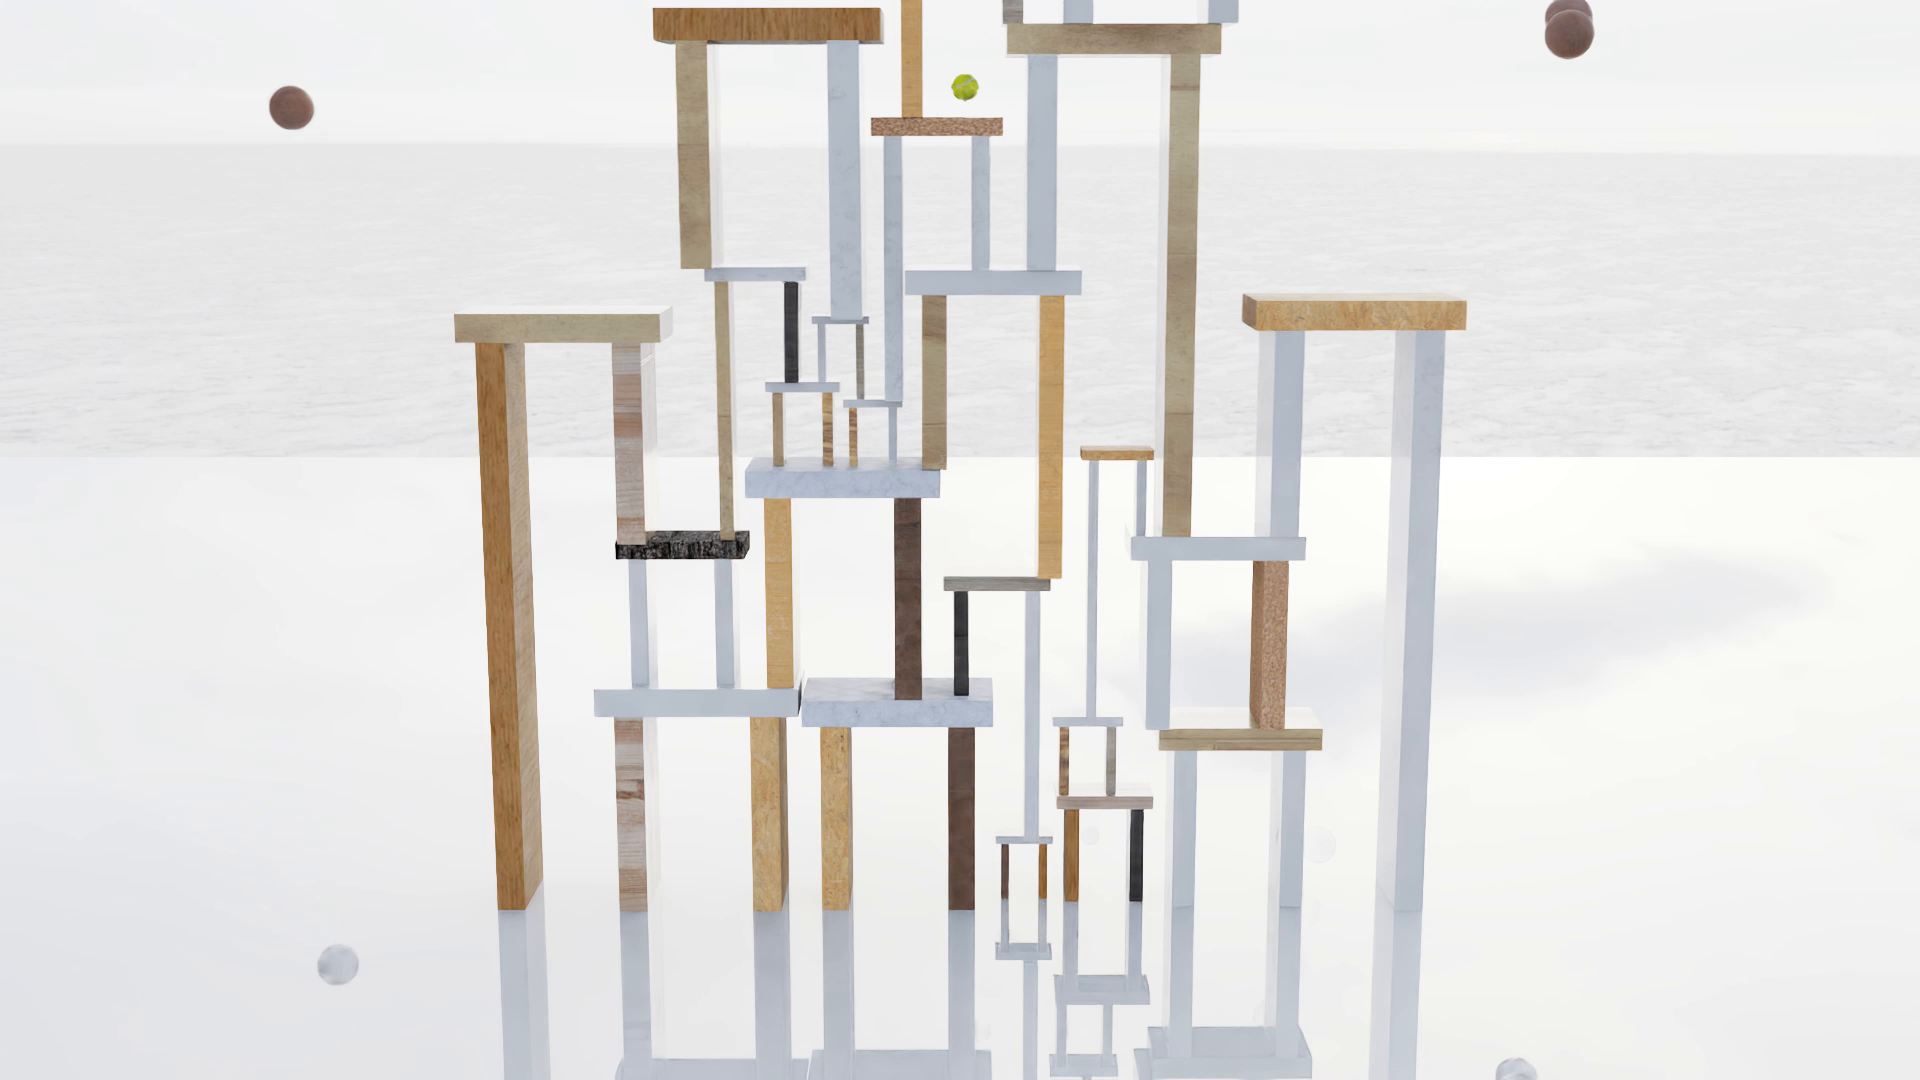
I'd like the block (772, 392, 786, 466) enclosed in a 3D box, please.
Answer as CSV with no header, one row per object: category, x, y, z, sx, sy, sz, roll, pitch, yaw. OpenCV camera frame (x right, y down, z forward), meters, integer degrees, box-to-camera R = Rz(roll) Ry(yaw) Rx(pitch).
block,-0.290,-0.181,3.530,0.017,0.119,0.059,0,11,0

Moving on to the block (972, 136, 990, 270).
block,0.032,-0.532,3.460,0.029,0.204,0.102,0,11,0

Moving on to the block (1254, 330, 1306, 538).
block,0.511,-0.180,3.525,0.046,0.327,0.163,0,11,-1

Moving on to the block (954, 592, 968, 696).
block,0.002,0.159,3.585,0.024,0.173,0.086,0,11,0

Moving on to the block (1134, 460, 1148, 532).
block,0.290,-0.075,3.540,0.016,0.115,0.058,0,11,0

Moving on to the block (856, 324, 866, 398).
block,-0.159,-0.287,3.507,0.013,0.119,0.045,0,10,0

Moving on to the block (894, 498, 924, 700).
block,-0.083,0.082,3.577,0.044,0.328,0.154,0,11,0

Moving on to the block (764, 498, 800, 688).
block,-0.288,0.072,3.575,0.044,0.308,0.154,0,11,0

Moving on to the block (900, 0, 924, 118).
block,-0.074,-0.844,3.403,0.033,0.372,0.116,0,10,0

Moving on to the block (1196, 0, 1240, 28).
block,0.399,-0.960,3.381,0.047,0.329,0.165,0,11,0

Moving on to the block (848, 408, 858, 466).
block,-0.170,-0.168,3.524,0.013,0.094,0.047,0,11,0

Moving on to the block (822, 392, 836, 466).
block,-0.211,-0.181,3.530,0.017,0.119,0.059,0,11,0

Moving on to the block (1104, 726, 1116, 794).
block,0.247,0.356,3.624,0.016,0.115,0.058,0,11,0

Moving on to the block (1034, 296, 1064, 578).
block,0.143,-0.172,3.529,0.039,0.450,0.138,0,11,0

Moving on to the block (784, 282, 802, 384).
block,-0.265,-0.333,3.493,0.023,0.159,0.080,1,11,-1

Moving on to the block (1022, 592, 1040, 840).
block,0.117,0.280,3.607,0.024,0.417,0.086,0,11,0

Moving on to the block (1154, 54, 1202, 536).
block,0.343,-0.387,3.492,0.046,0.746,0.163,0,11,0

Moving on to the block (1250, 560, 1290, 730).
block,0.503,0.157,3.585,0.039,0.278,0.139,0,11,0

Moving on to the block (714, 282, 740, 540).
block,-0.373,-0.209,3.517,0.023,0.412,0.080,0,10,0

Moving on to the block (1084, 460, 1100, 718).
block,0.213,0.076,3.569,0.016,0.422,0.058,0,11,0

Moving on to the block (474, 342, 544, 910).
block,-0.733,0.134,3.586,0.045,0.927,0.160,0,11,0

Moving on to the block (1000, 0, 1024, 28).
block,0.081,-0.912,3.392,0.033,0.232,0.116,0,11,0

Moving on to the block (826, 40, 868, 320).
block,-0.176,-0.564,3.449,0.049,0.422,0.172,0,11,0

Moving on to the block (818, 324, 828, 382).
block,-0.219,-0.300,3.504,0.013,0.091,0.045,0,11,0

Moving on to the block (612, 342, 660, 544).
block,-0.520,-0.164,3.531,0.045,0.320,0.160,0,11,0

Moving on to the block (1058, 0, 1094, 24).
block,0.179,-0.960,3.382,0.047,0.329,0.165,0,11,0

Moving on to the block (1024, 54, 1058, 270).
block,0.126,-0.593,3.454,0.046,0.327,0.163,0,10,0

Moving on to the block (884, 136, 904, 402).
block,-0.104,-0.430,3.478,0.029,0.411,0.102,0,10,0

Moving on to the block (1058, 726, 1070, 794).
block,0.170,0.356,3.624,0.016,0.115,0.058,0,11,0

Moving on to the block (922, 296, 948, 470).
block,-0.040,-0.258,3.513,0.039,0.275,0.138,0,11,0

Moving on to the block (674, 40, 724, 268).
block,-0.407,-0.603,3.443,0.049,0.344,0.172,0,10,0

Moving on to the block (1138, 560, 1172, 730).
block,0.318,0.157,3.584,0.039,0.278,0.139,0,11,0

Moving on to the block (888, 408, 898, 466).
block,-0.107,-0.168,3.524,0.013,0.095,0.047,0,10,0

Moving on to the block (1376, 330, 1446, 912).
block,0.732,0.125,3.581,0.046,0.946,0.163,0,11,0
